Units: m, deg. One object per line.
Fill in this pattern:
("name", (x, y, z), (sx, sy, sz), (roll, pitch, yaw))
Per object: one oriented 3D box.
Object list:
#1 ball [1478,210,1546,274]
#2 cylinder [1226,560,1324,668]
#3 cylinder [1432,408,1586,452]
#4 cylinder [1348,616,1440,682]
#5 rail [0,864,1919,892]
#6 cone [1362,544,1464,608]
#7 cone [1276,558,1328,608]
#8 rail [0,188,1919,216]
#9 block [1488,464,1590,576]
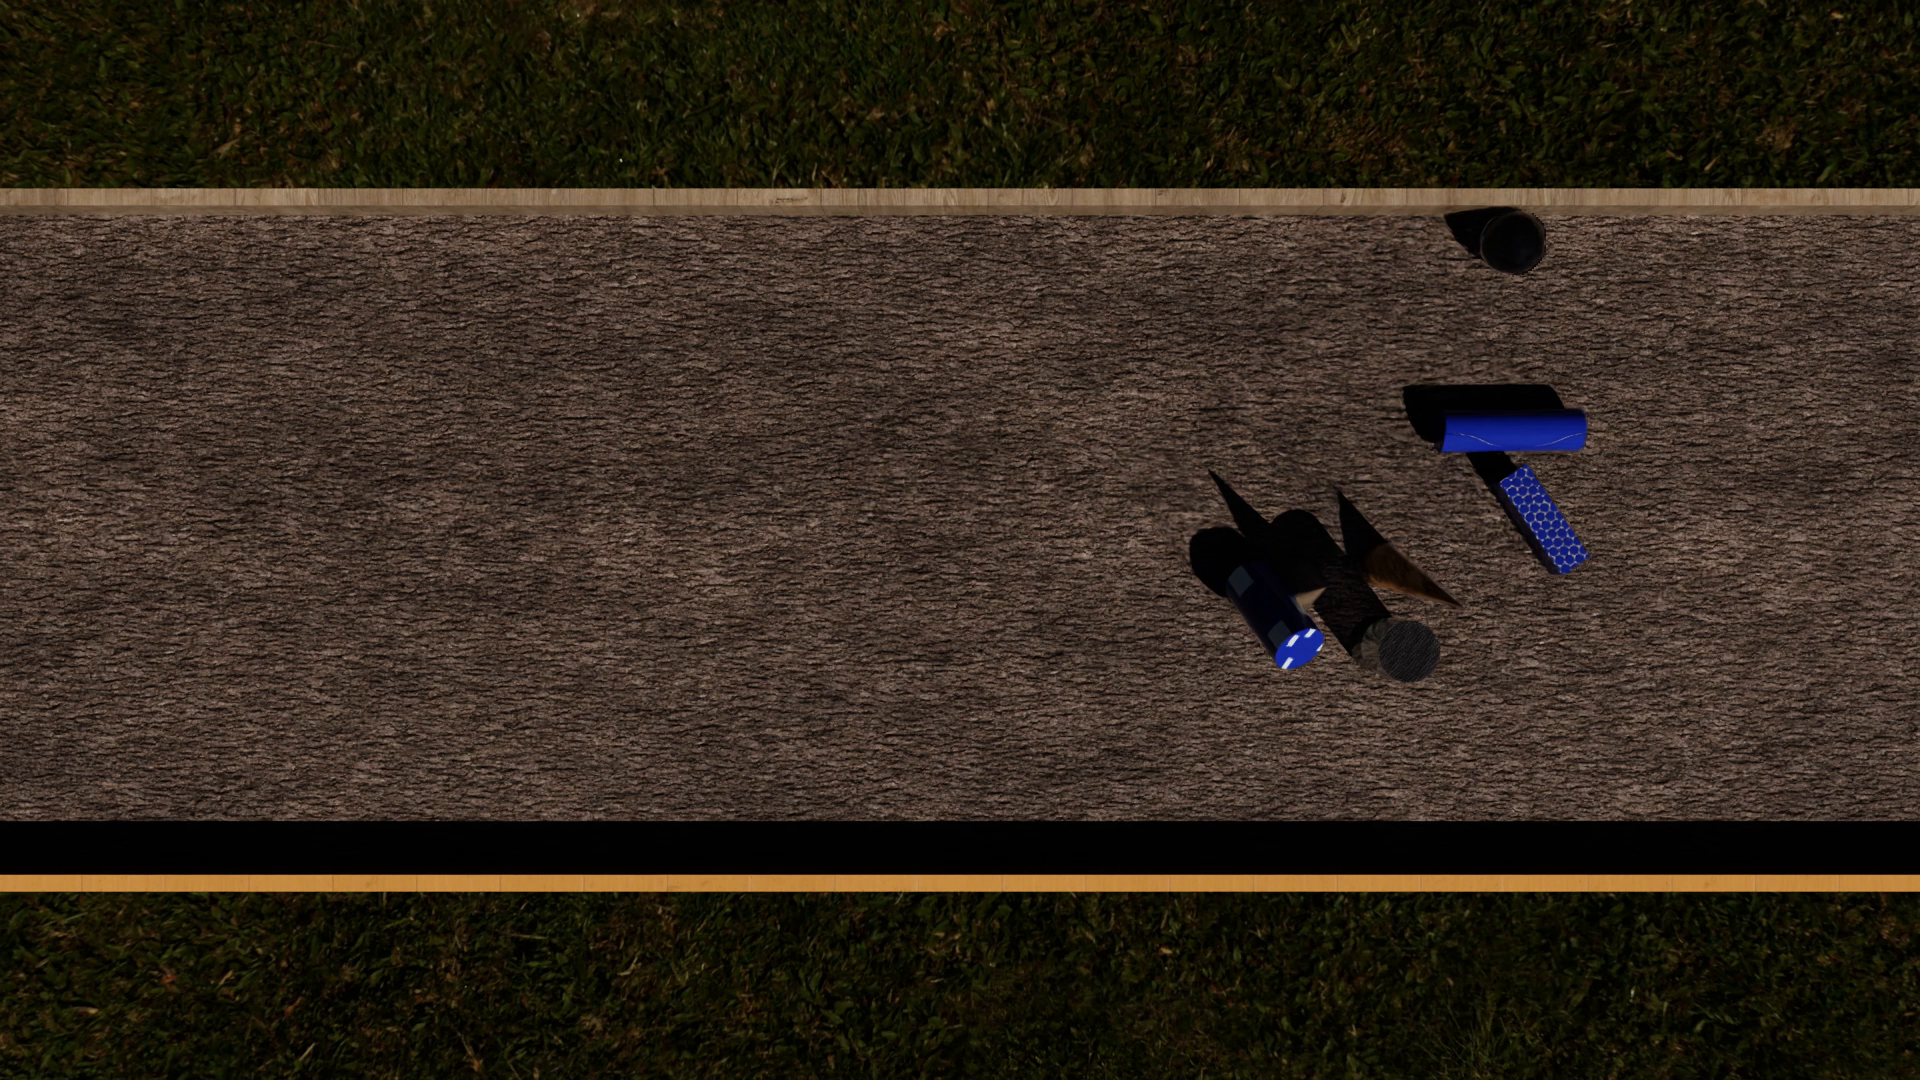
("ball", (1.667, -0.899, 4.982), (0.190, 0.190, 0.190), (0, 90, 0))
("cylinder", (0.933, 0.218, 4.912), (0.158, 0.158, 0.312), (-29, 47, 0))
("cylinder", (1.666, -0.333, 5.012), (0.422, 0.130, 0.130), (0, 90, 0))
("cylinder", (1.285, 0.320, 4.896), (0.177, 0.361, 0.177), (0, 90, 0))
("rail", (-2.247, 1.025, 5.001), (12.000, 0.150, 0.050), (0, 90, 0))
("cone", (1.358, 0.132, 4.865), (0.132, 0.408, 0.132), (-7, 109, -20))
("cone", (1.040, 0.133, 4.875), (0.160, 0.402, 0.160), (0, 90, 0))
("rail", (-2.247, -1.025, 5.002), (12.000, 0.150, 0.050), (0, 90, 0))
("block", (1.763, -0.061, 5.026), (0.101, 0.101, 0.339), (-34, 90, 0))
